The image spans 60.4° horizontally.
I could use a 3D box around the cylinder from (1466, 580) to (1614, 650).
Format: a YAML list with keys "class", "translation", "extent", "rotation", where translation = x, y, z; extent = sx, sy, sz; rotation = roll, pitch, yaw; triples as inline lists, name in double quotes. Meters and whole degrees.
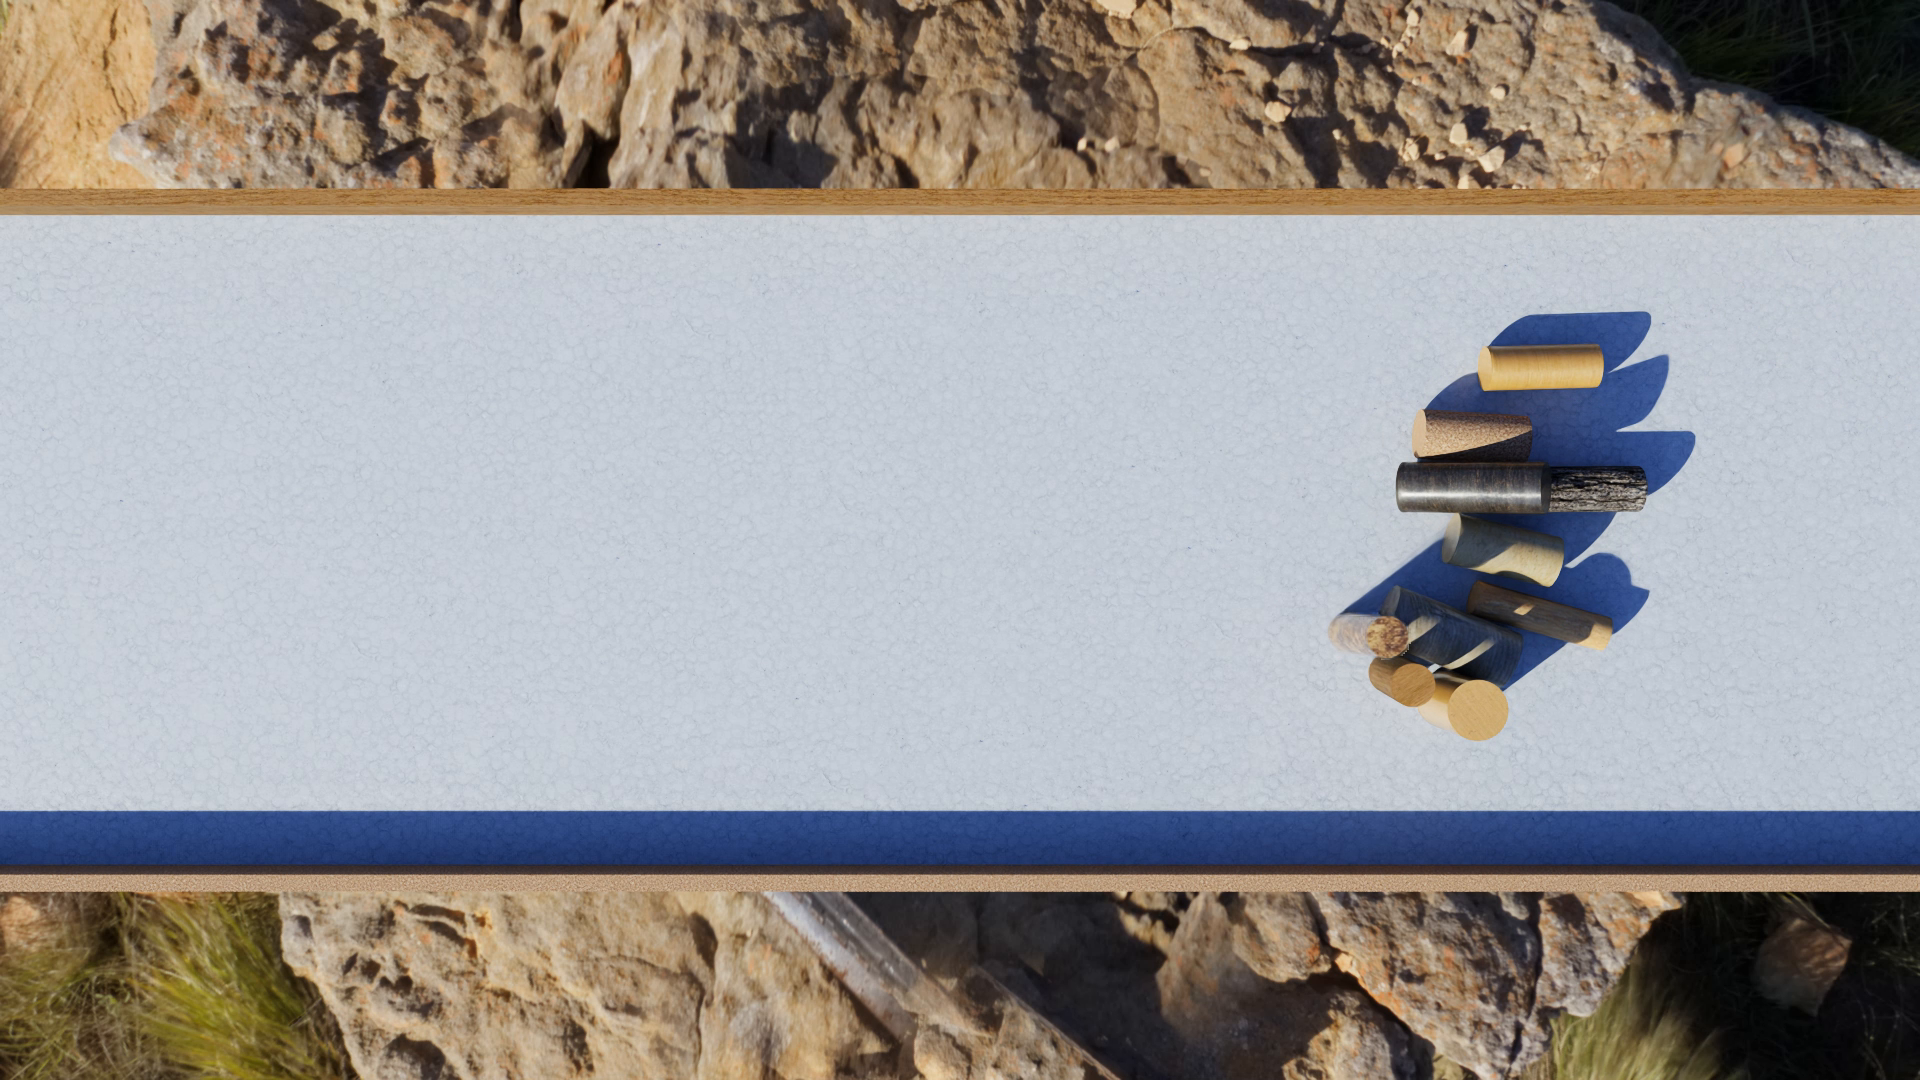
- class: "cylinder"
  translation: [1.764, 0.230, 5.023]
  extent: [0.414, 0.107, 0.107]
  rotation: [16, 90, 0]

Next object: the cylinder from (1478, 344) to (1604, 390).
- class: "cylinder"
  translation: [1.761, -0.525, 5.009]
  extent: [0.336, 0.134, 0.134]
  rotation: [-2, 90, 0]

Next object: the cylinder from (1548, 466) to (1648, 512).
- class: "cylinder"
  translation: [1.837, -0.154, 5.007]
  extent: [0.443, 0.139, 0.139]
  rotation: [0, 90, 0]

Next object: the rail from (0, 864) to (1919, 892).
- class: "rail"
  translation: [-2.247, 1.025, 5.001]
  extent: [12.000, 0.150, 0.050]
  rotation: [0, 90, 0]

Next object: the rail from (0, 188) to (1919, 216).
- class: "rail"
  translation: [-2.247, -1.025, 5.002]
  extent: [12.000, 0.150, 0.050]
  rotation: [0, 90, 0]

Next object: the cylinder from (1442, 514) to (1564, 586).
- class: "cylinder"
  translation: [1.644, 0.030, 4.999]
  extent: [0.319, 0.156, 0.156]
  rotation: [13, 90, 0]

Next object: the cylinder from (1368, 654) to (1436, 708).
- class: "cylinder"
  translation: [1.308, 0.412, 4.895]
  extent: [0.126, 0.355, 0.126]
  rotation: [0, 91, 4]

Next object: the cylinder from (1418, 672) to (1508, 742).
- class: "cylinder"
  translation: [1.492, 0.491, 4.913]
  extent: [0.177, 0.327, 0.177]
  rotation: [0, 90, 0]

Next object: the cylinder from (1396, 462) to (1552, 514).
- class: "cylinder"
  translation: [1.524, -0.156, 4.902]
  extent: [0.419, 0.154, 0.154]
  rotation: [2, 90, 31]

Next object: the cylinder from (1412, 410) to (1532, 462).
- class: "cylinder"
  translation: [1.551, -0.312, 5.002]
  extent: [0.319, 0.150, 0.150]
  rotation: [4, 90, 0]

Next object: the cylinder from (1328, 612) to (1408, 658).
- class: "cylinder"
  translation: [1.199, 0.278, 4.866]
  extent: [0.118, 0.415, 0.118]
  rotation: [0, 89, -3]

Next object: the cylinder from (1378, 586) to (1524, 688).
- class: "cylinder"
  translation: [1.474, 0.293, 4.987]
  extent: [0.396, 0.179, 0.179]
  rotation: [22, 90, 0]
